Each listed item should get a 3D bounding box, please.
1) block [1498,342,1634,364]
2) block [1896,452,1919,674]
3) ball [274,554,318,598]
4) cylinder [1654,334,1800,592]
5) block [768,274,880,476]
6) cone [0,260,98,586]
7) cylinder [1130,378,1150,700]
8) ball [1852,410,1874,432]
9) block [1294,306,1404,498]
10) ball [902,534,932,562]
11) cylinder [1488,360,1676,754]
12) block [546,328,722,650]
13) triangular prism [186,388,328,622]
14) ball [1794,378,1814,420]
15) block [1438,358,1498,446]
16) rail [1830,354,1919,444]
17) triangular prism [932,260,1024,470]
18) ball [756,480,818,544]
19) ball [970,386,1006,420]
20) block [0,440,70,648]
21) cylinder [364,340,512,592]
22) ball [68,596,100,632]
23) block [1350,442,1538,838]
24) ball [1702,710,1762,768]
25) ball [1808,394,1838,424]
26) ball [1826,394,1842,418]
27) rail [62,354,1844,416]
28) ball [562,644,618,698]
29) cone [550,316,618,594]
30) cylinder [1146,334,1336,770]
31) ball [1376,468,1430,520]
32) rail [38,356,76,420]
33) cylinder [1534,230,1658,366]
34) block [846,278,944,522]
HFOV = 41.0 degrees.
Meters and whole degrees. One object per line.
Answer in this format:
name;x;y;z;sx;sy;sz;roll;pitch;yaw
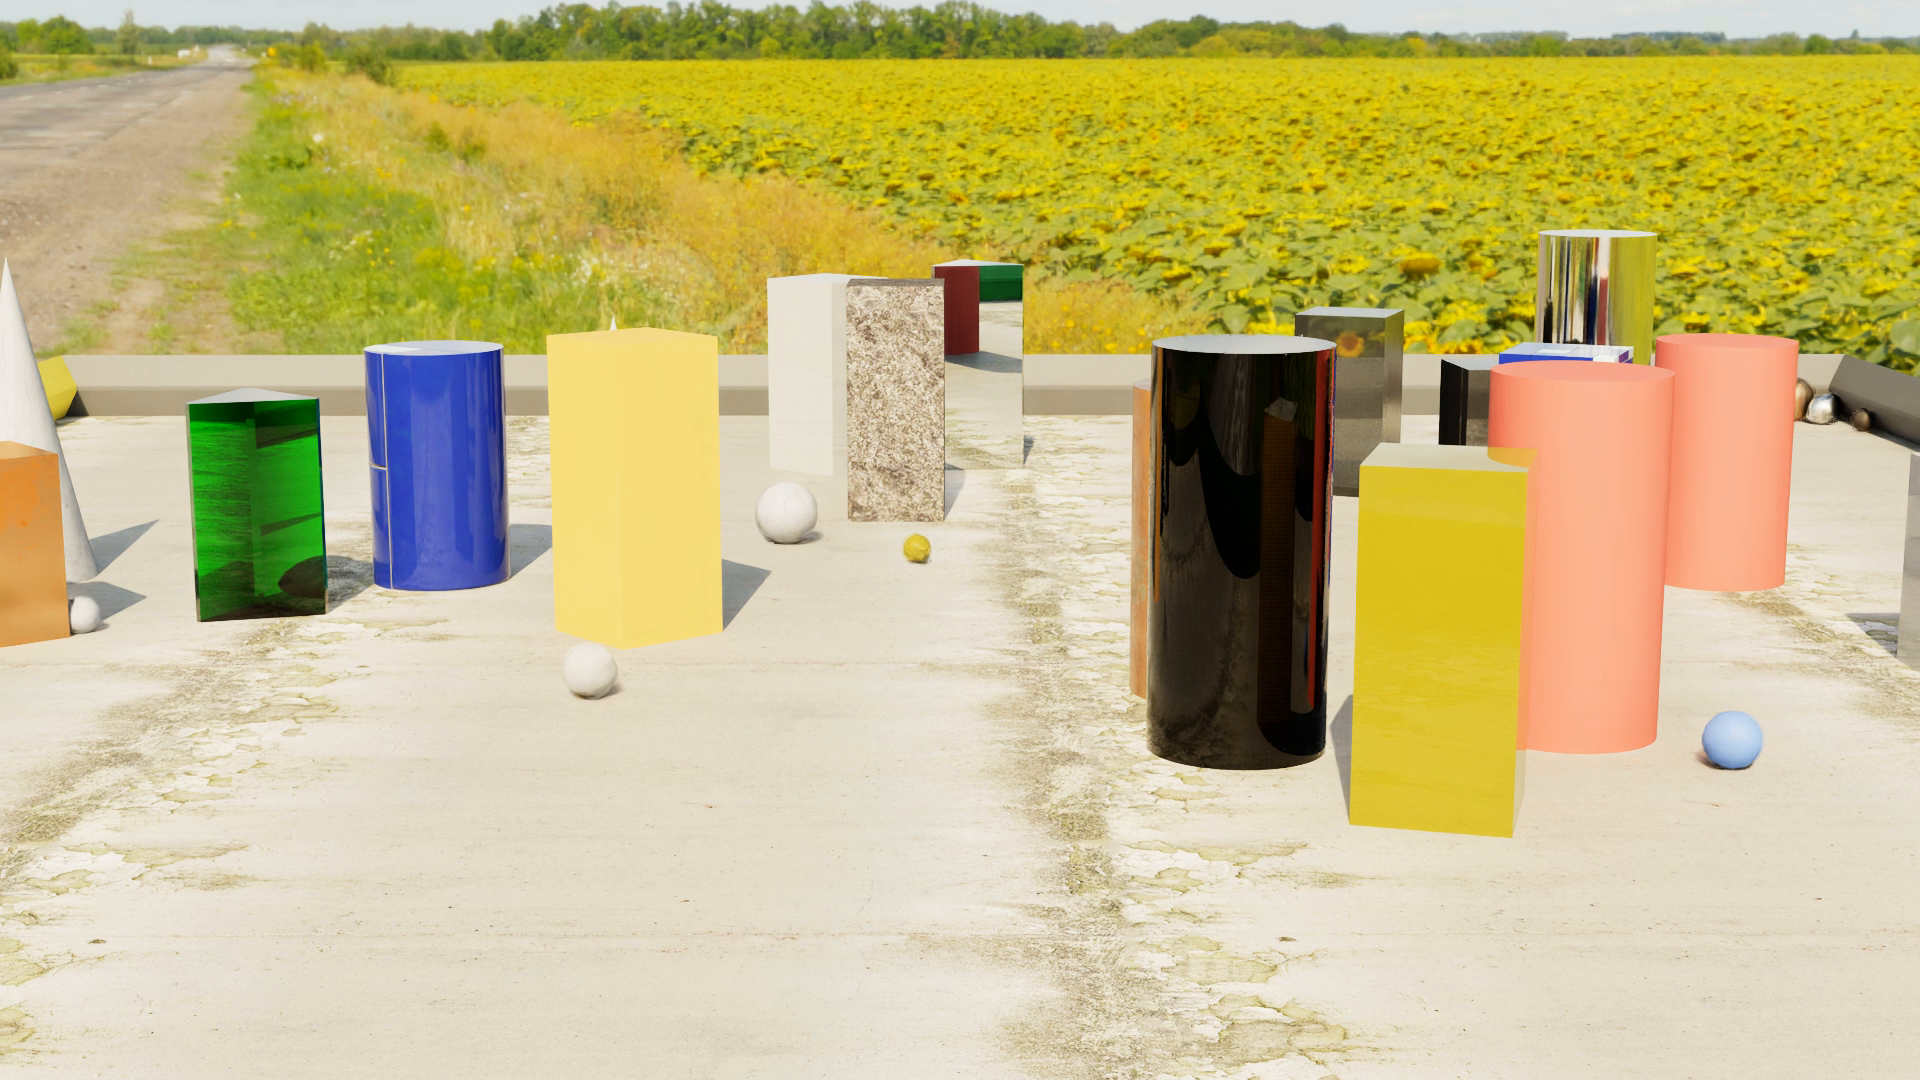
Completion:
block;0.838;-0.097;3.571;0.155;0.337;0.155;5;11;23
block;1.239;0.035;3.078;0.155;0.258;0.155;0;11;-1
ball;-0.916;0.050;3.541;0.059;0.059;0.059;0;11;0
cylinder;1.081;-0.113;3.648;0.194;0.342;0.194;0;11;0
block;-0.238;-0.303;4.657;0.155;0.345;0.155;8;13;38
cone;-1.339;-0.172;3.641;0.194;0.460;0.194;0;11;0
cylinder;0.297;-0.002;2.995;0.194;0.360;0.194;0;11;0
ball;1.809;-0.238;5.138;0.043;0.043;0.043;0;11;0
block;0.668;-0.239;4.421;0.155;0.307;0.155;4;11;21
ball;-0.063;0.013;3.790;0.042;0.042;0.042;0;11;0
cylinder;0.670;0.014;2.799;0.194;0.400;0.194;0;11;0
block;-0.418;-0.071;3.299;0.155;0.385;0.155;-9;14;-41
triangular prism;-0.949;-0.052;3.456;0.168;0.291;0.145;-3;11;-18
ball;1.717;-0.292;5.297;0.091;0.091;0.091;0;11;0
block;0.870;-0.159;4.144;0.155;0.251;0.155;-1;11;-6
rail;1.841;0.030;3.459;0.045;0.126;3.911;0;11;0
triangular prism;0.019;-0.323;4.700;0.168;0.370;0.145;-2;11;-10
ball;-0.266;-0.043;3.939;0.096;0.096;0.096;0;11;0
ball;0.058;-0.284;5.306;0.071;0.071;0.071;0;11;0
block;-1.254;0.007;3.283;0.155;0.239;0.155;-9;14;-41
cylinder;-0.741;-0.108;3.645;0.194;0.332;0.194;0;11;0
ball;-1.138;0.096;3.324;0.048;0.048;0.048;0;11;0
block;0.474;0.093;2.506;0.155;0.353;0.155;3;11;16
ball;0.808;0.209;2.684;0.061;0.061;0.061;0;11;0
ball;1.764;-0.267;5.244;0.061;0.061;0.061;0;11;0
ball;1.797;-0.276;5.309;0.055;0.055;0.055;0;11;0
rail;-0.011;-0.320;5.348;3.730;0.126;0.045;0;11;0
ball;-0.430;0.152;2.984;0.063;0.063;0.063;0;11;0
cone;-0.478;-0.121;3.575;0.194;0.384;0.194;0;11;0
cylinder;0.298;0.008;2.732;0.194;0.437;0.194;0;11;0
ball;0.714;-0.074;4.139;0.085;0.085;0.085;0;11;0
rail;-1.841;0.034;3.439;0.045;0.126;3.911;0;11;0
cylinder;1.064;-0.292;4.321;0.194;0.447;0.194;0;11;0
block;-0.103;-0.229;4.171;0.155;0.379;0.155;0;11;0
